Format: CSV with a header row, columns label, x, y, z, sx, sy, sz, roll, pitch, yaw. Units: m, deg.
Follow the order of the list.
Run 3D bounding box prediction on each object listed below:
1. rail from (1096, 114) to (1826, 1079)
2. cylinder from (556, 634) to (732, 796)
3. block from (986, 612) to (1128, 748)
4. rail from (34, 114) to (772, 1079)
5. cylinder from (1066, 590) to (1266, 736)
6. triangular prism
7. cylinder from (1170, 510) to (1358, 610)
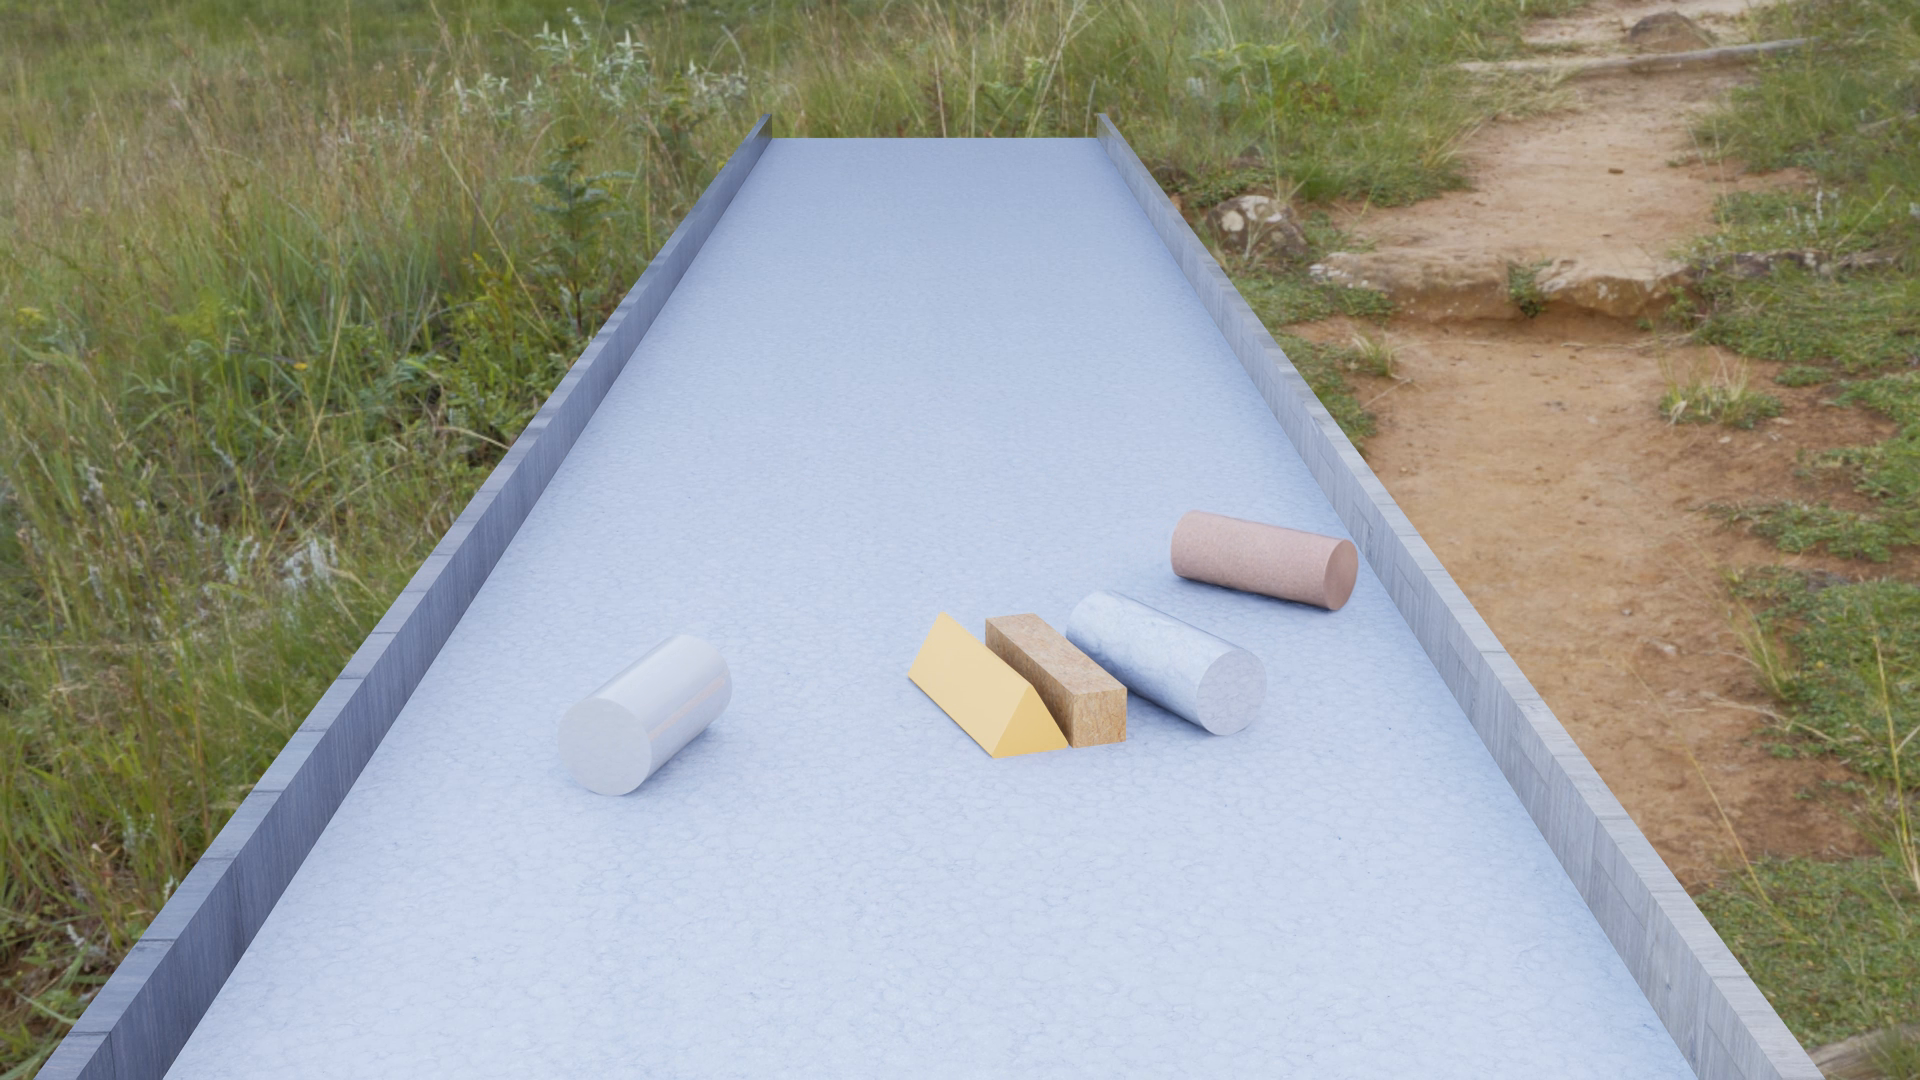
label,x,y,z,sx,sy,sz,roll,pitch,yaw
rail,0.932,-0.844,7.801,0.050,0.150,12.000,0,17,-1
cylinder,-0.553,0.305,3.891,0.177,0.177,0.344,5,17,17
block,0.176,0.260,4.171,0.103,0.103,0.457,-6,18,-19
rail,-1.118,-0.838,7.780,0.050,0.150,12.000,0,17,-1
cylinder,0.386,0.227,4.176,0.164,0.164,0.417,-10,19,-30
triangular prism,0.045,0.259,4.121,0.147,0.127,0.446,-7,18,-20
cylinder,0.663,0.043,4.814,0.382,0.154,0.154,12,21,36
